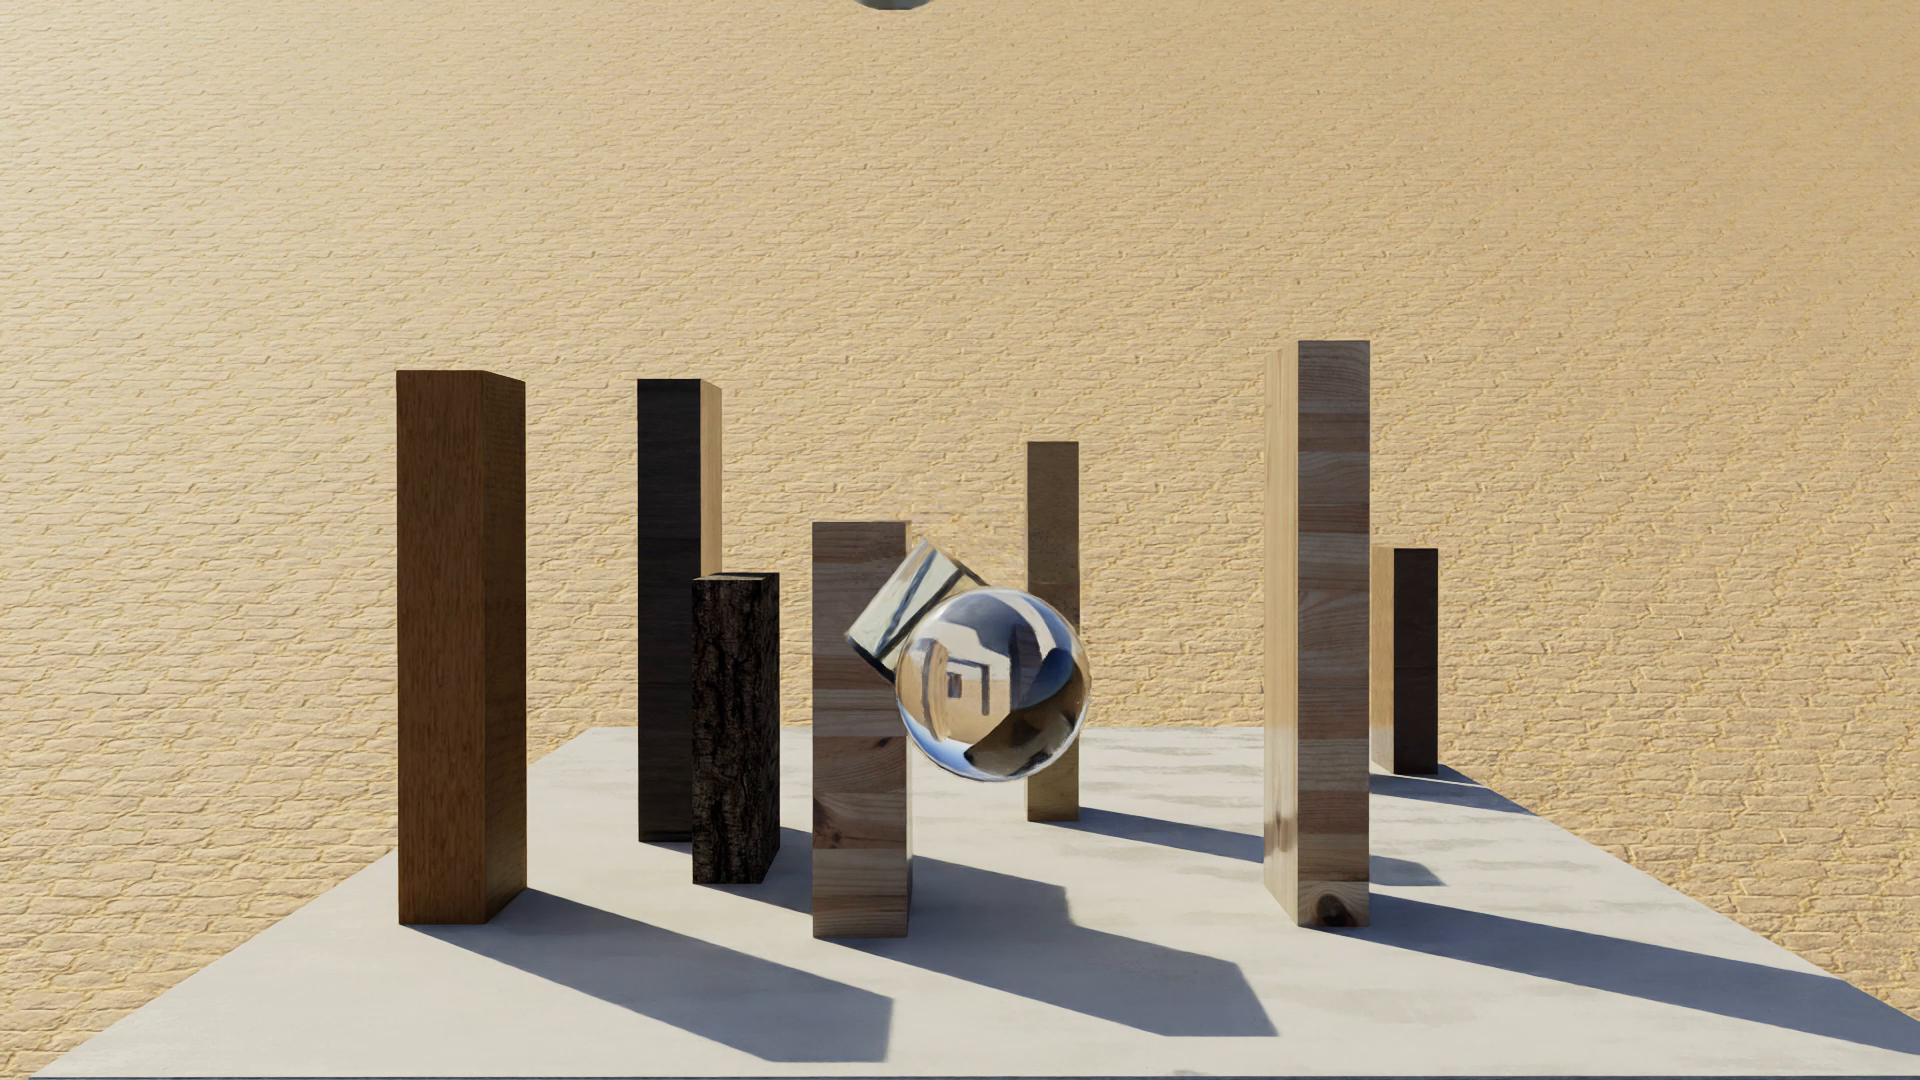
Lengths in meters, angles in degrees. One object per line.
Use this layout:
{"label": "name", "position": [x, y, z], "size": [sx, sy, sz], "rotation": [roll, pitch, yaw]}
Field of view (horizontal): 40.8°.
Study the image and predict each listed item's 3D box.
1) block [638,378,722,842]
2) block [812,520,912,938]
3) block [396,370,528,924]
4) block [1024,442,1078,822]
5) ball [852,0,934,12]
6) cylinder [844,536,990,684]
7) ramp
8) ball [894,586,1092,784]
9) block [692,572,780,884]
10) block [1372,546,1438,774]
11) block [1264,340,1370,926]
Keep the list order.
{"label": "block", "position": [-0.492, 0.116, 4.568], "size": [0.107, 0.785, 0.396], "rotation": [0, 1, 0]}
{"label": "block", "position": [-0.133, 0.248, 3.637], "size": [0.125, 0.551, 0.447], "rotation": [0, 1, 0]}
{"label": "block", "position": [-0.708, 0.144, 3.693], "size": [0.119, 0.756, 0.343], "rotation": [0, 1, 0]}
{"label": "block", "position": [0.168, 0.163, 4.778], "size": [0.093, 0.685, 0.252], "rotation": [0, 1, 0]}
{"label": "ball", "position": [-0.060, -0.552, 2.310], "size": [0.155, 0.155, 0.155], "rotation": [0, 27, 0]}
{"label": "cylinder", "position": [-0.031, 0.098, 2.965], "size": [0.147, 0.147, 0.147], "rotation": [39, 3, -2]}
{"label": "ramp", "position": [0.062, 0.558, 4.596], "size": [2.000, 0.100, 4.000], "rotation": [0, 1, 0]}
{"label": "ball", "position": [0.035, 0.153, 2.732], "size": [0.208, 0.208, 0.208], "rotation": [0, 27, 0]}
{"label": "block", "position": [-0.352, 0.287, 4.102], "size": [0.104, 0.459, 0.409], "rotation": [0, 1, 0]}
{"label": "block", "position": [0.961, 0.254, 5.593], "size": [0.094, 0.477, 0.293], "rotation": [0, 1, 0]}
{"label": "block", "position": [0.506, 0.124, 3.691], "size": [0.097, 0.795, 0.383], "rotation": [0, 1, 0]}
